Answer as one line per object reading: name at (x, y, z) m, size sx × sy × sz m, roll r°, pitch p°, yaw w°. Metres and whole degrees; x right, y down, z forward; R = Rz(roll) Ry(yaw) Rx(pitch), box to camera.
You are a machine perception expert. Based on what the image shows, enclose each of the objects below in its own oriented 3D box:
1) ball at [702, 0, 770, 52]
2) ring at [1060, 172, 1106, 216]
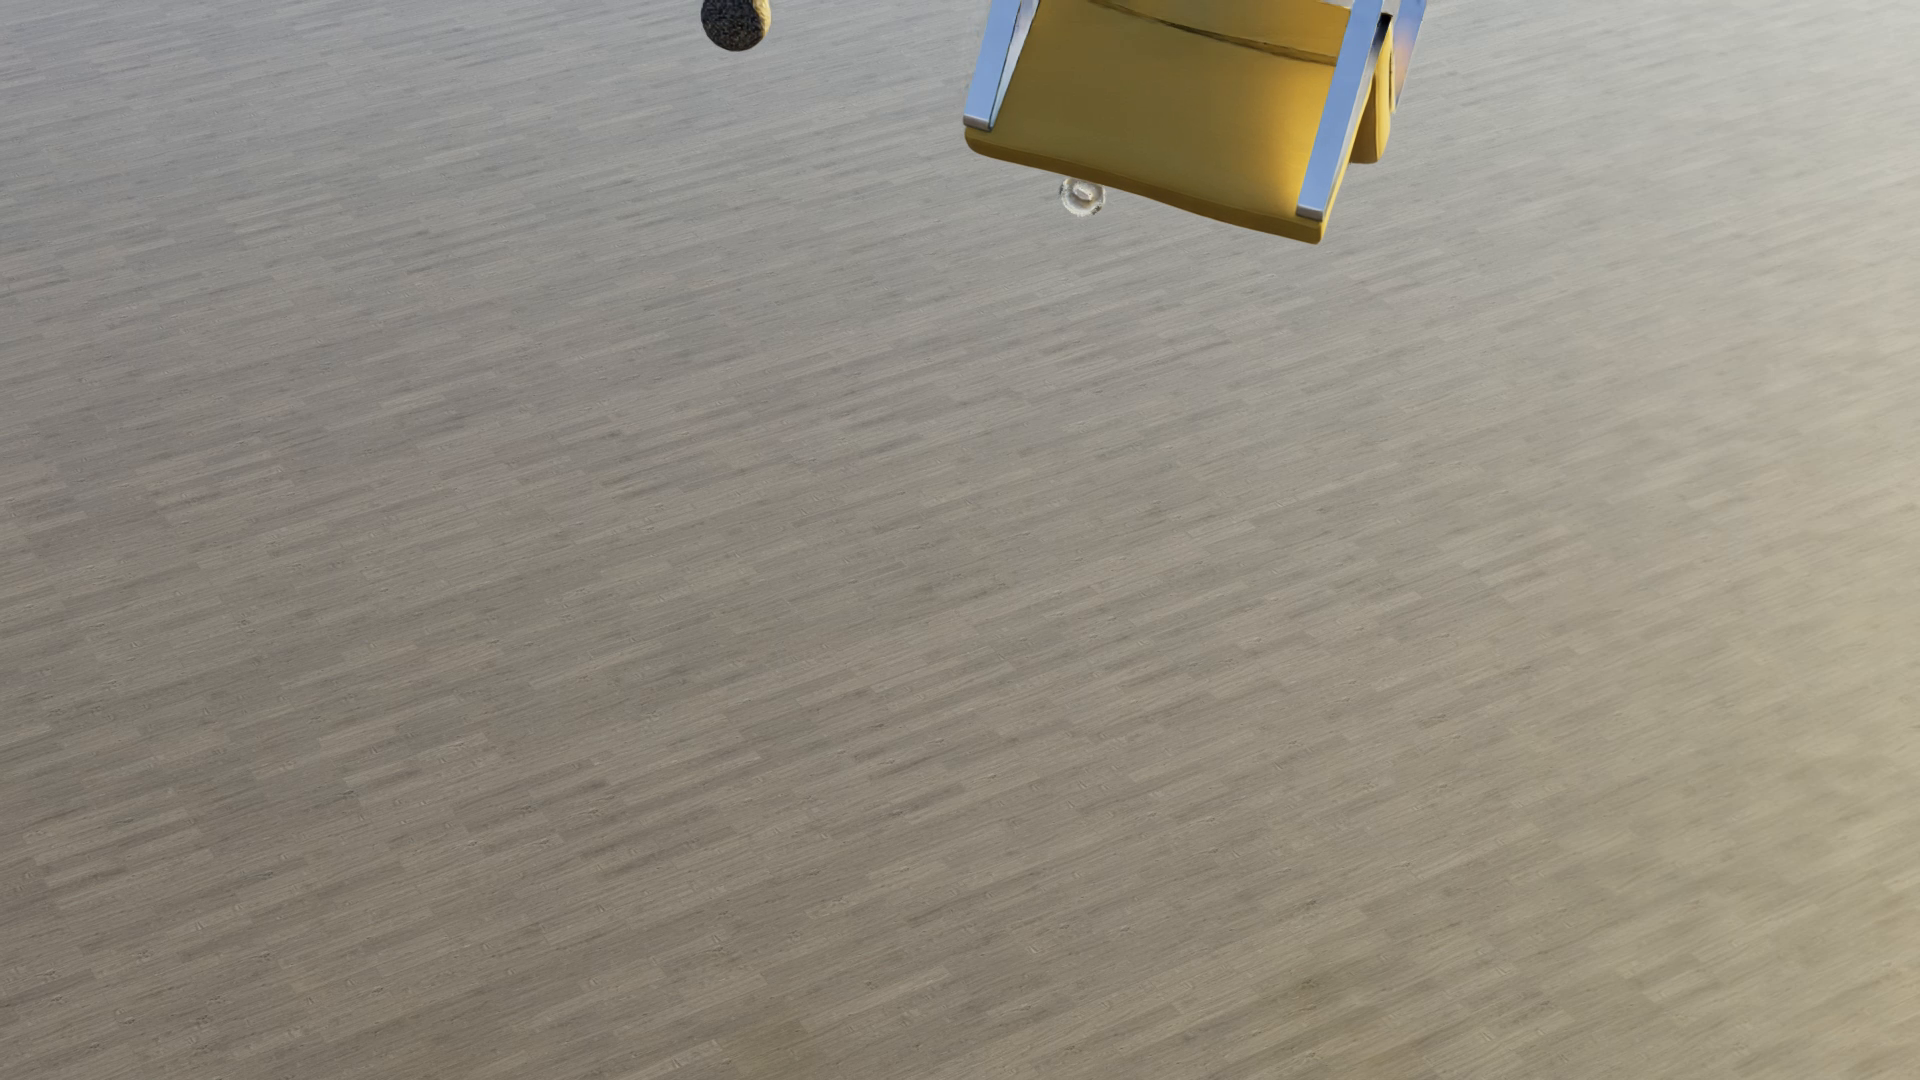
ball at (-0.709, -1.658, 9.282) m, size 0.220 × 0.220 × 0.220 m, roll 0°, pitch 33°, yaw 0°
ring at (0.340, -0.958, 8.132) m, size 0.133 × 0.050 × 0.150 m, roll 25°, pitch 48°, yaw -3°
